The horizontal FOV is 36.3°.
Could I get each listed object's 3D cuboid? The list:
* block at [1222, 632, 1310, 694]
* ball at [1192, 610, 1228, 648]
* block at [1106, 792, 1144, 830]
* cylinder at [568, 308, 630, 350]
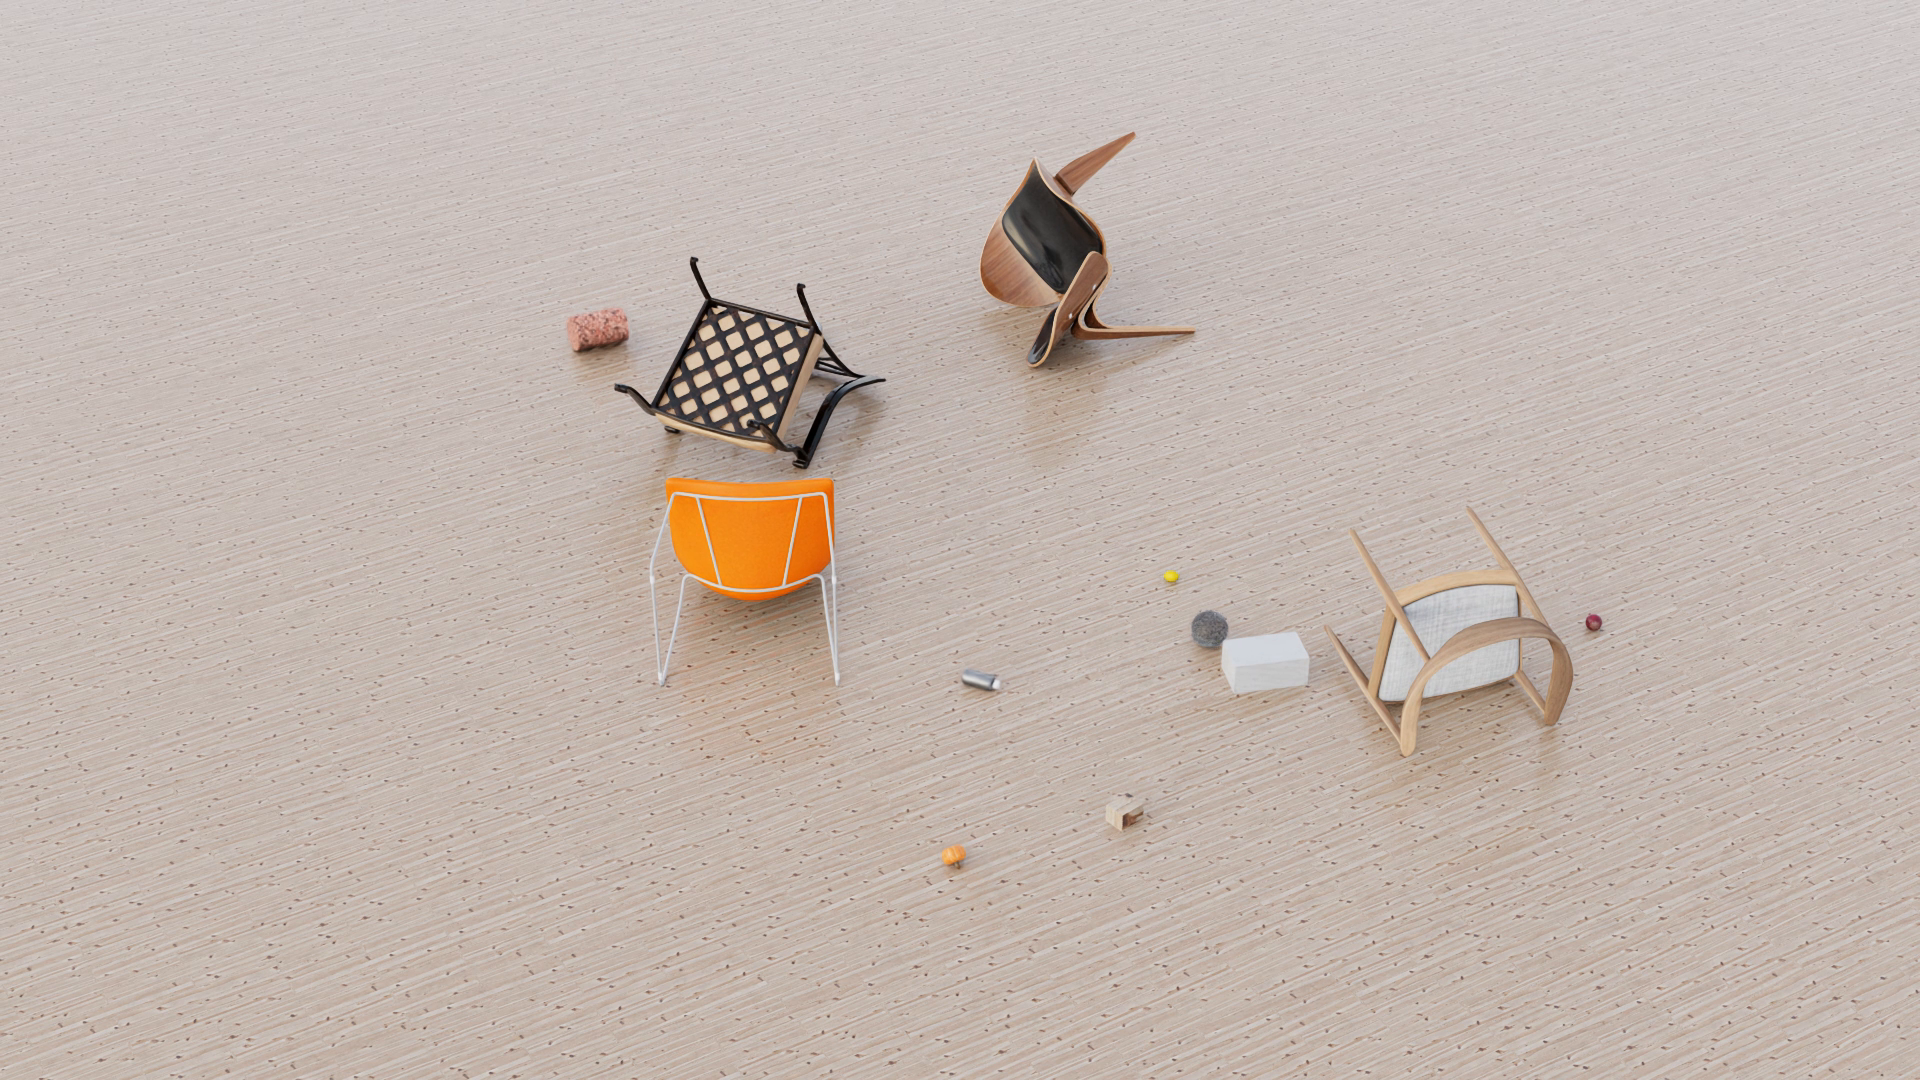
[{"bbox_3d":[1.061,0.426,10.194,0.265,0.114,0.161,-6,34,-10],"label":"block"},{"bbox_3d":[0.882,0.313,10.350,0.131,0.131,0.131,0,33,0],"label":"ball"},{"bbox_3d":[0.536,0.885,9.541,0.095,0.066,0.075,-26,41,-33],"label":"block"},{"bbox_3d":[-1.497,-0.871,12.132,0.218,0.136,0.167,-14,0,-20],"label":"cylinder"}]
